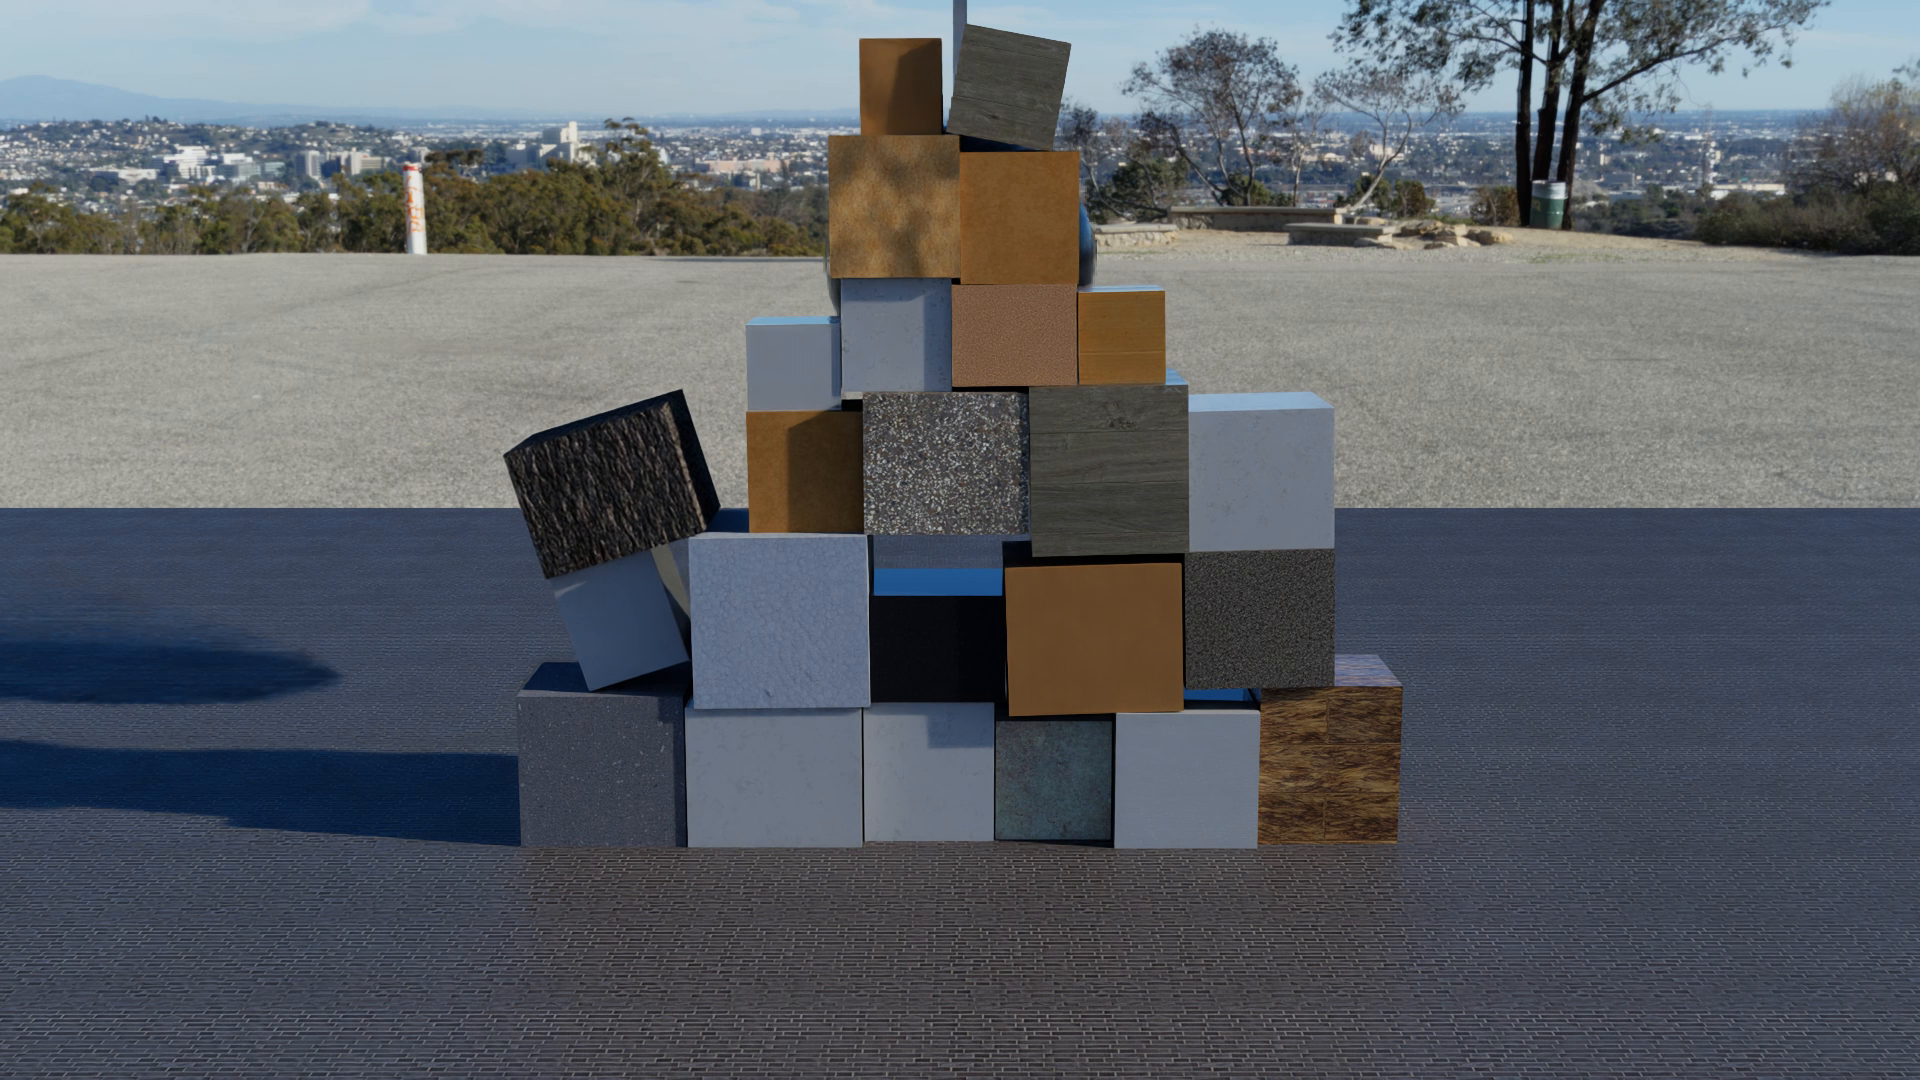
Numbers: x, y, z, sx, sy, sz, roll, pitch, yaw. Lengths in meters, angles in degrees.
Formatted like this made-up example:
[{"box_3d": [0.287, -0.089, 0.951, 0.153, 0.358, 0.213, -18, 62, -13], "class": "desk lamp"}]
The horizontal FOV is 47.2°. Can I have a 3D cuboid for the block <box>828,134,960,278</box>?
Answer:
[{"box_3d": [-0.315, -1.661, 10.895, 0.631, 0.679, 0.631, 0, 10, 0], "class": "block"}]

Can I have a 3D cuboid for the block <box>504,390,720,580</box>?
[{"box_3d": [-1.744, -0.295, 11.146, 0.818, 0.650, 0.785, -17, 10, 3], "class": "block"}]

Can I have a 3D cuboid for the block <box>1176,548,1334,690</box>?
[{"box_3d": [1.483, 0.330, 11.225, 0.738, 0.694, 0.725, -2, 10, 0], "class": "block"}]

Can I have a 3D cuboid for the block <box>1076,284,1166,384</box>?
[{"box_3d": [0.794, -1.030, 10.977, 0.424, 0.449, 0.433, -1, 10, 0], "class": "block"}]

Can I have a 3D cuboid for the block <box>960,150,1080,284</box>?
[{"box_3d": [0.290, -1.606, 10.906, 0.577, 0.633, 0.575, 0, 10, 0], "class": "block"}]

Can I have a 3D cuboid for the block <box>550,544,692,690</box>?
[{"box_3d": [-1.702, 0.347, 11.225, 0.532, 0.617, 0.506, -17, 10, 3], "class": "block"}]

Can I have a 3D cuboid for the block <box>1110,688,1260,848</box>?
[{"box_3d": [1.135, 1.136, 11.378, 0.716, 0.695, 0.799, 0, 10, 0], "class": "block"}]

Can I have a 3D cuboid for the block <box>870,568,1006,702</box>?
[{"box_3d": [-0.110, 0.481, 11.285, 0.672, 0.545, 0.692, 0, 10, 0], "class": "block"}]

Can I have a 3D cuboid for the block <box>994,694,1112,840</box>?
[{"box_3d": [0.474, 1.169, 11.407, 0.585, 0.619, 0.554, 0, 10, 0], "class": "block"}]

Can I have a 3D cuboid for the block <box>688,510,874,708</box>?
[{"box_3d": [-0.888, 0.336, 11.238, 0.872, 0.858, 0.836, -1, 10, 0], "class": "block"}]

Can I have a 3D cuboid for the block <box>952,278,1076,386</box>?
[{"box_3d": [0.265, -1.043, 10.971, 0.607, 0.495, 0.511, -1, 10, 0], "class": "block"}]

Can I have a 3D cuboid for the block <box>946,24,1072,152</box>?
[{"box_3d": [0.232, -2.208, 10.760, 0.519, 0.517, 0.451, 10, 10, -2], "class": "block"}]

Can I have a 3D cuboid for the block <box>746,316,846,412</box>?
[{"box_3d": [-0.816, -0.888, 11.029, 0.460, 0.426, 0.484, -1, 10, 0], "class": "block"}]

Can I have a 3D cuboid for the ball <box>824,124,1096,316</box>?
[{"box_3d": [0.000, -1.645, 12.990, 1.600, 1.600, 1.600, 0, 10, 0], "class": "ball"}]

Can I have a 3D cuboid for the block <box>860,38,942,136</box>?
[{"box_3d": [-0.286, -2.220, 10.796, 0.395, 0.457, 0.390, 0, 10, 0], "class": "block"}]

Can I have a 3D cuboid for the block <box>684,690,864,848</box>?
[{"box_3d": [-0.931, 1.118, 11.390, 0.874, 0.725, 0.805, 0, 10, 0], "class": "block"}]

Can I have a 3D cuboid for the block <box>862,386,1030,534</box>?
[{"box_3d": [-0.068, -0.431, 11.090, 0.808, 0.692, 0.707, 0, 10, 0], "class": "block"}]

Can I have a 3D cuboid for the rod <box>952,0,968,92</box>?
[{"box_3d": [0.000, -4.573, 11.262, 0.080, 5.200, 0.080, 0, 31, 0], "class": "rod"}]

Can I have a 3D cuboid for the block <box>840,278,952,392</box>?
[{"box_3d": [-0.310, -1.047, 10.981, 0.538, 0.561, 0.472, 0, 10, 0], "class": "block"}]

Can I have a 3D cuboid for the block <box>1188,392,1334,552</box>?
[{"box_3d": [1.477, -0.357, 11.127, 0.714, 0.693, 0.716, -2, 10, 0], "class": "block"}]

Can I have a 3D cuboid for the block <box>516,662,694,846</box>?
[{"box_3d": [-1.794, 1.096, 11.367, 0.831, 0.776, 0.737, 0, 10, 0], "class": "block"}]

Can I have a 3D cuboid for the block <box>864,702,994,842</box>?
[{"box_3d": [-0.157, 1.111, 11.400, 0.655, 0.735, 0.627, 0, 10, 0], "class": "block"}]

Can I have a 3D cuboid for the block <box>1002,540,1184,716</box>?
[{"box_3d": [0.667, 0.429, 11.256, 0.868, 0.747, 0.762, -2, 10, 0], "class": "block"}]

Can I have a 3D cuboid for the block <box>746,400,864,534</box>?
[{"box_3d": [-0.760, -0.379, 11.092, 0.572, 0.599, 0.531, -1, 10, 0], "class": "block"}]

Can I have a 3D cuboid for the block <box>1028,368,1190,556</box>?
[{"box_3d": [0.731, -0.403, 11.112, 0.773, 0.829, 0.764, -1, 10, 0], "class": "block"}]

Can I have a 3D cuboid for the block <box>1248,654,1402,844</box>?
[{"box_3d": [1.856, 1.072, 11.379, 0.707, 0.820, 0.687, 0, 10, 0], "class": "block"}]
